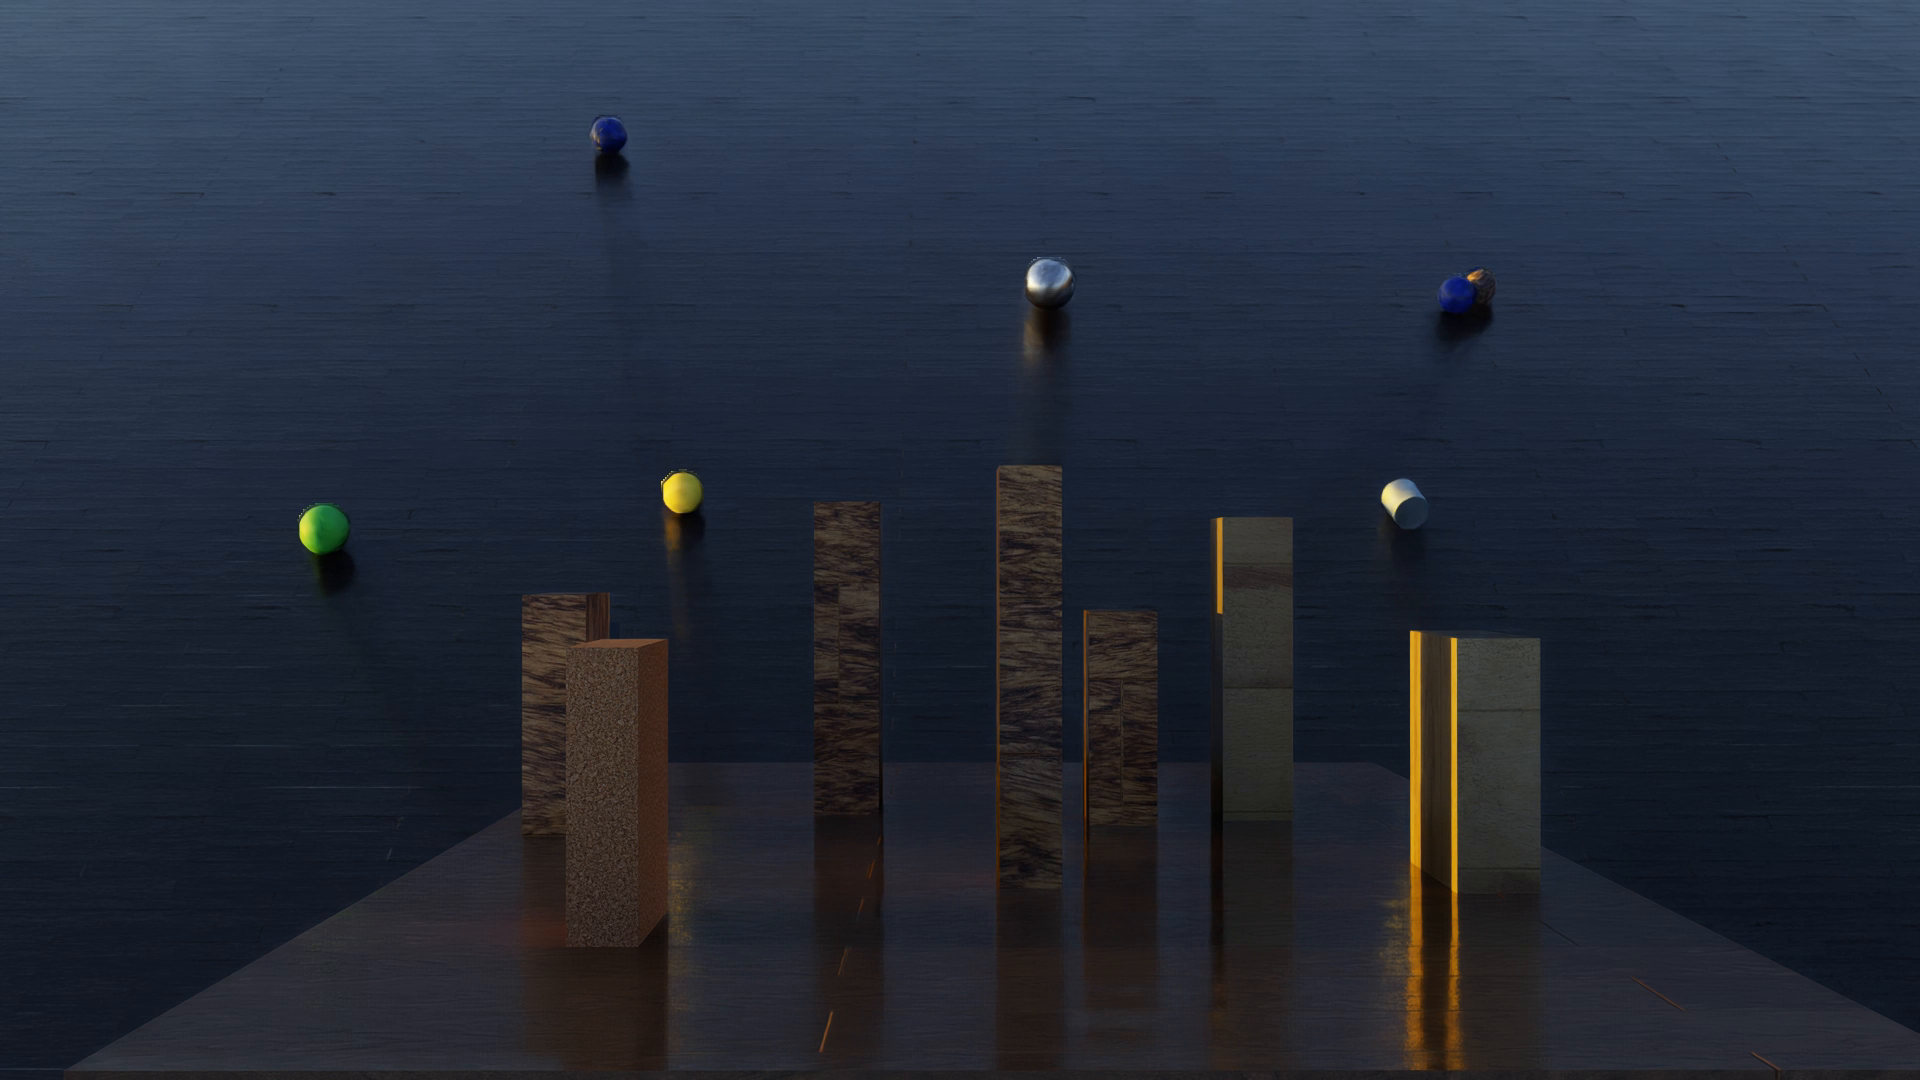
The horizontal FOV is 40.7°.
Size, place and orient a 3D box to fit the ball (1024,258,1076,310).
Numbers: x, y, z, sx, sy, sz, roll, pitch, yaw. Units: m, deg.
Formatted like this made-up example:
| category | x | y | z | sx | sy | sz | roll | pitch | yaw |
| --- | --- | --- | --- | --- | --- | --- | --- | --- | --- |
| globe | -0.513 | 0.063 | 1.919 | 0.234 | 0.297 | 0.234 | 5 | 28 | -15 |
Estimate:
| category | x | y | z | sx | sy | sz | roll | pitch | yaw |
| --- | --- | --- | --- | --- | --- | --- | --- | --- | --- |
| ball | 0.315 | -0.902 | 9.134 | 0.183 | 0.183 | 0.183 | 0 | 31 | 0 |

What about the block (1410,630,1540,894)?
| category | x | y | z | sx | sy | sz | roll | pitch | yaw |
| --- | --- | --- | --- | --- | --- | --- | --- | --- | --- |
| block | 0.851 | 0.358 | 4.301 | 0.132 | 0.403 | 0.423 | 0 | 0 | 0 |

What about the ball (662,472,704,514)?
| category | x | y | z | sx | sy | sz | roll | pitch | yaw |
| --- | --- | --- | --- | --- | --- | --- | --- | --- | --- |
| ball | -0.847 | -0.144 | 7.925 | 0.128 | 0.128 | 0.128 | 0 | 31 | 0 |

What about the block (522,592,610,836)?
| category | x | y | z | sx | sy | sz | roll | pitch | yaw |
| --- | --- | --- | --- | --- | --- | --- | --- | --- | --- |
| block | -0.774 | 0.336 | 5.103 | 0.121 | 0.459 | 0.339 | 0 | 0 | 0 |

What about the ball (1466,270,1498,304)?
| category | x | y | z | sx | sy | sz | roll | pitch | yaw |
| --- | --- | --- | --- | --- | --- | --- | --- | --- | --- |
| ball | 1.846 | -0.899 | 9.191 | 0.119 | 0.119 | 0.119 | 0 | 31 | 0 |

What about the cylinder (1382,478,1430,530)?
| category | x | y | z | sx | sy | sz | roll | pitch | yaw |
| --- | --- | --- | --- | --- | --- | --- | --- | --- | --- |
| cylinder | 1.356 | -0.110 | 7.882 | 0.114 | 0.114 | 0.114 | -6 | 32 | -10 |

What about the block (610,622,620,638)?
| category | x | y | z | sx | sy | sz | roll | pitch | yaw |
| --- | --- | --- | --- | --- | --- | --- | --- | --- | --- |
| block | -1.008 | 0.334 | 7.103 | 0.154 | 0.154 | 0.154 | -3 | 31 | -5 |

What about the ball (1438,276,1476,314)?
| category | x | y | z | sx | sy | sz | roll | pitch | yaw |
| --- | --- | --- | --- | --- | --- | --- | --- | --- | --- |
| ball | 1.751 | -0.862 | 9.116 | 0.134 | 0.134 | 0.134 | 0 | 31 | 0 |

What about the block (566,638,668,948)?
| category | x | y | z | sx | sy | sz | roll | pitch | yaw |
| --- | --- | --- | --- | --- | --- | --- | --- | --- | --- |
| block | -0.489 | 0.352 | 3.718 | 0.099 | 0.409 | 0.365 | 0 | 0 | 0 |

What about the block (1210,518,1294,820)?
| category | x | y | z | sx | sy | sz | roll | pitch | yaw |
| --- | --- | --- | --- | --- | --- | --- | --- | --- | --- |
| block | 0.600 | 0.261 | 5.346 | 0.142 | 0.611 | 0.250 | 0 | 0 | 0 |

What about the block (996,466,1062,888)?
| category | x | y | z | sx | sy | sz | roll | pitch | yaw |
| --- | --- | --- | --- | --- | --- | --- | --- | --- | --- |
| block | 0.113 | 0.221 | 4.291 | 0.101 | 0.679 | 0.276 | 0 | 0 | 0 |

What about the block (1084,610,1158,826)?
| category | x | y | z | sx | sy | sz | roll | pitch | yaw |
| --- | --- | --- | --- | --- | --- | --- | --- | --- | --- |
| block | 0.323 | 0.355 | 5.248 | 0.135 | 0.422 | 0.249 | 0 | 0 | 0 |

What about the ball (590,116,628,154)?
| category | x | y | z | sx | sy | sz | roll | pitch | yaw |
| --- | --- | --- | --- | --- | --- | --- | --- | --- | --- |
| ball | -1.406 | -1.619 | 10.366 | 0.147 | 0.147 | 0.147 | 0 | 31 | 0 |

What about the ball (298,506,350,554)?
| category | x | y | z | sx | sy | sz | roll | pitch | yaw |
| --- | --- | --- | --- | --- | --- | --- | --- | --- | --- |
| ball | -1.894 | -0.030 | 7.716 | 0.148 | 0.148 | 0.148 | 0 | 31 | 0 |

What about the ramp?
| category | x | y | z | sx | sy | sz | roll | pitch | yaw |
| --- | --- | --- | --- | --- | --- | --- | --- | --- | --- |
| ramp | 0.069 | 0.612 | 4.685 | 2.000 | 0.100 | 4.000 | 0 | 0 | 0 |

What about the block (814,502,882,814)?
| category | x | y | z | sx | sy | sz | roll | pitch | yaw |
| --- | --- | --- | --- | --- | --- | --- | --- | --- | --- |
| block | -0.234 | 0.244 | 5.480 | 0.134 | 0.646 | 0.274 | 0 | 0 | 0 |
